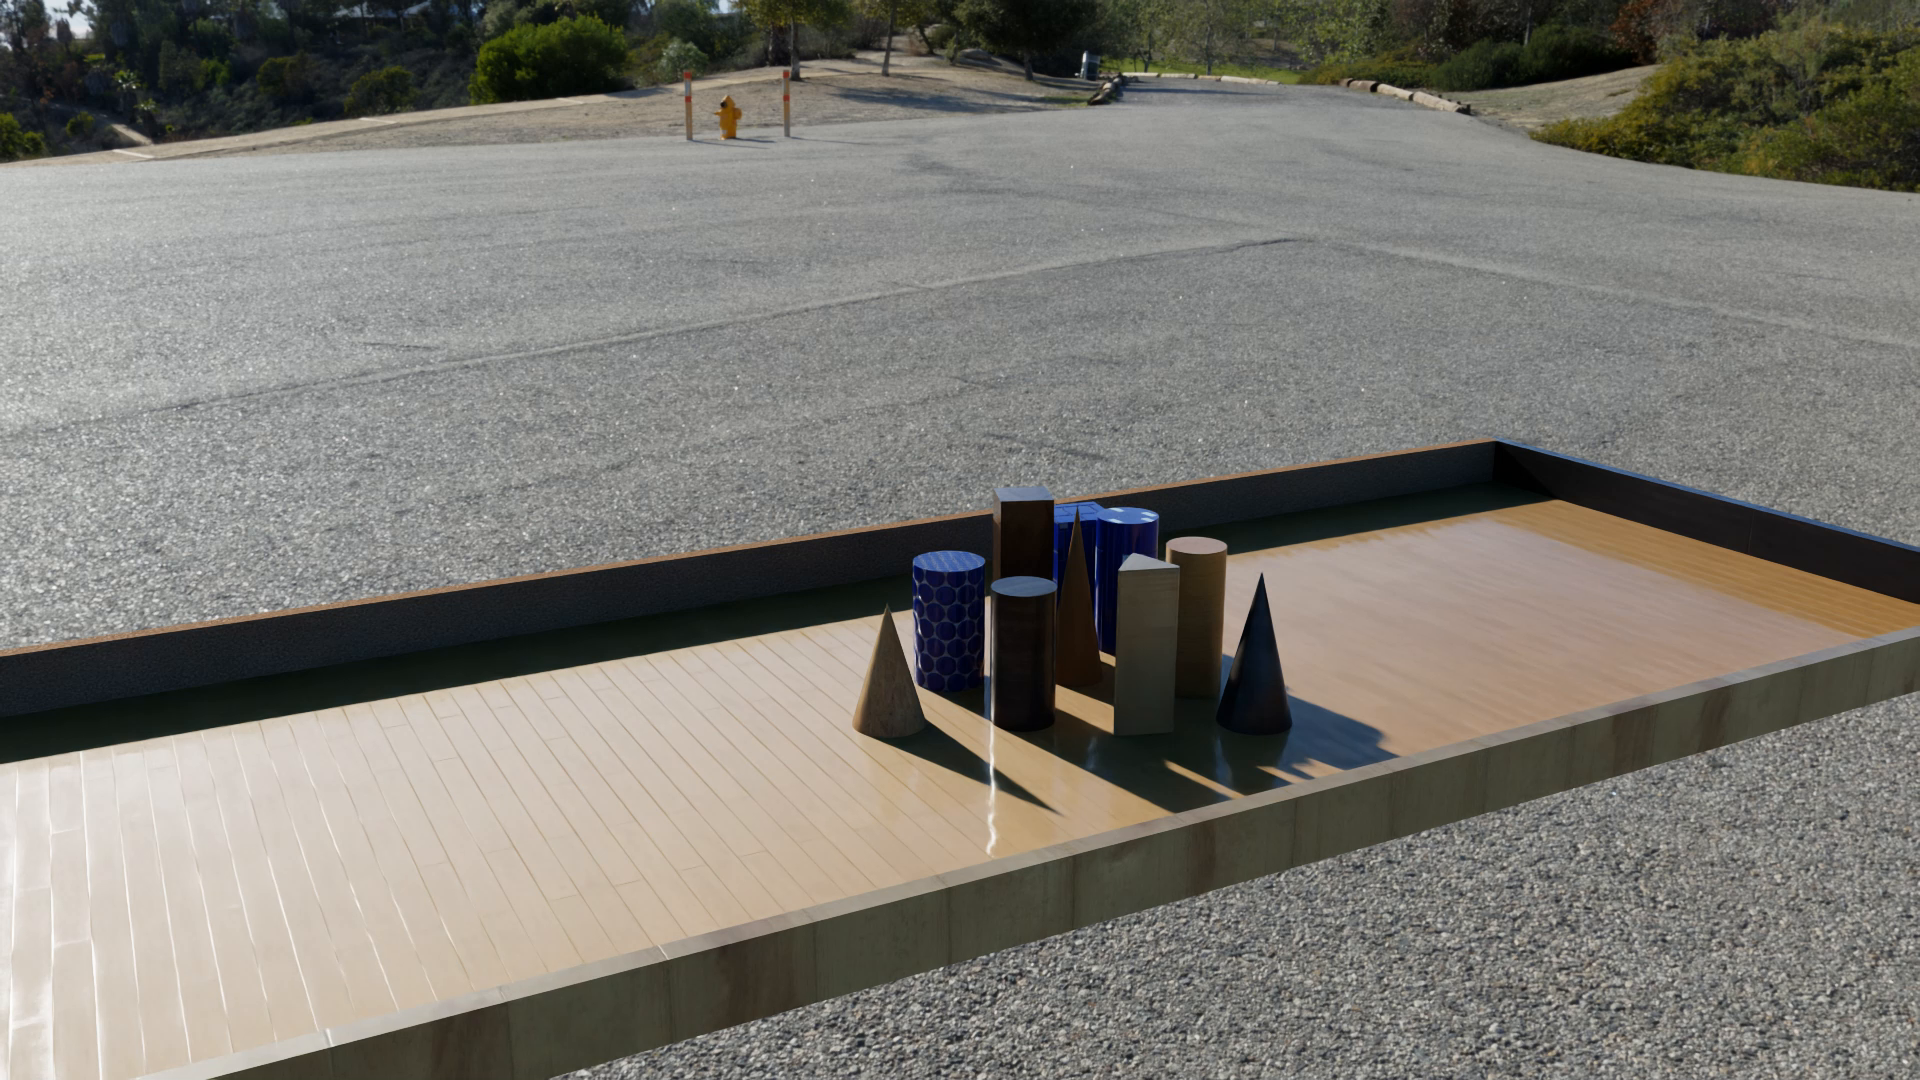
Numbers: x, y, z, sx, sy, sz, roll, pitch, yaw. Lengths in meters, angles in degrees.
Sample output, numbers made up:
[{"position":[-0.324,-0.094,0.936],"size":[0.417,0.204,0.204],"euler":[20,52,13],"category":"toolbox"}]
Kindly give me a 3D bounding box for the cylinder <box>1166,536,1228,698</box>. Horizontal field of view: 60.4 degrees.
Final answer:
[{"position":[0.574,0.190,4.055],"size":[0.147,0.369,0.147],"euler":[0,16,0],"category":"cylinder"}]

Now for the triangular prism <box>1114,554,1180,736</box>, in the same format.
[{"position":[0.415,0.240,3.828],"size":[0.142,0.401,0.123],"euler":[-3,17,-11],"category":"triangular prism"}]

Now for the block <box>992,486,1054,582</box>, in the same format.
[{"position":[0.164,0.082,4.333],"size":[0.138,0.420,0.138],"euler":[-2,16,-7],"category":"block"}]

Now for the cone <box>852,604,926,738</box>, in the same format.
[{"position":[-0.167,0.287,3.844],"size":[0.176,0.300,0.176],"euler":[0,16,0],"category":"cone"}]

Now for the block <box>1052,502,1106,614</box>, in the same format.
[{"position":[0.321,0.068,4.585],"size":[0.176,0.303,0.176],"euler":[-5,17,-18],"category":"block"}]

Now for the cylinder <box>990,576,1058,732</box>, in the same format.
[{"position":[0.148,0.266,3.863],"size":[0.155,0.331,0.155],"euler":[0,16,0],"category":"cylinder"}]

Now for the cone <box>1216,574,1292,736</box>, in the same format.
[{"position":[0.695,0.248,3.849],"size":[0.179,0.373,0.179],"euler":[0,16,0],"category":"cone"}]

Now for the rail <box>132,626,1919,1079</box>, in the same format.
[{"position":[-2.336,1.006,1.665],"size":[12.000,0.150,0.050],"euler":[-9,18,-27],"category":"rail"}]

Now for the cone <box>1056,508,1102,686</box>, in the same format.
[{"position":[0.289,0.129,4.115],"size":[0.147,0.451,0.147],"euler":[0,16,0],"category":"cone"}]

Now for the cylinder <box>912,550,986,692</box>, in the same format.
[{"position":[-0.028,0.201,4.119],"size":[0.180,0.311,0.180],"euler":[0,16,0],"category":"cylinder"}]

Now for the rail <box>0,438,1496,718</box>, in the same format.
[{"position":[-3.305,0.497,3.399],"size":[12.000,0.150,0.050],"euler":[-9,18,-27],"category":"rail"}]

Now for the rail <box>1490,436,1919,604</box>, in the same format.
[{"position":[2.466,-0.048,5.253],"size":[0.050,0.150,2.100],"euler":[-9,18,-27],"category":"rail"}]

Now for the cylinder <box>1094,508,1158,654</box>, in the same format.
[{"position":[0.437,0.108,4.350],"size":[0.162,0.359,0.162],"euler":[0,16,0],"category":"cylinder"}]
